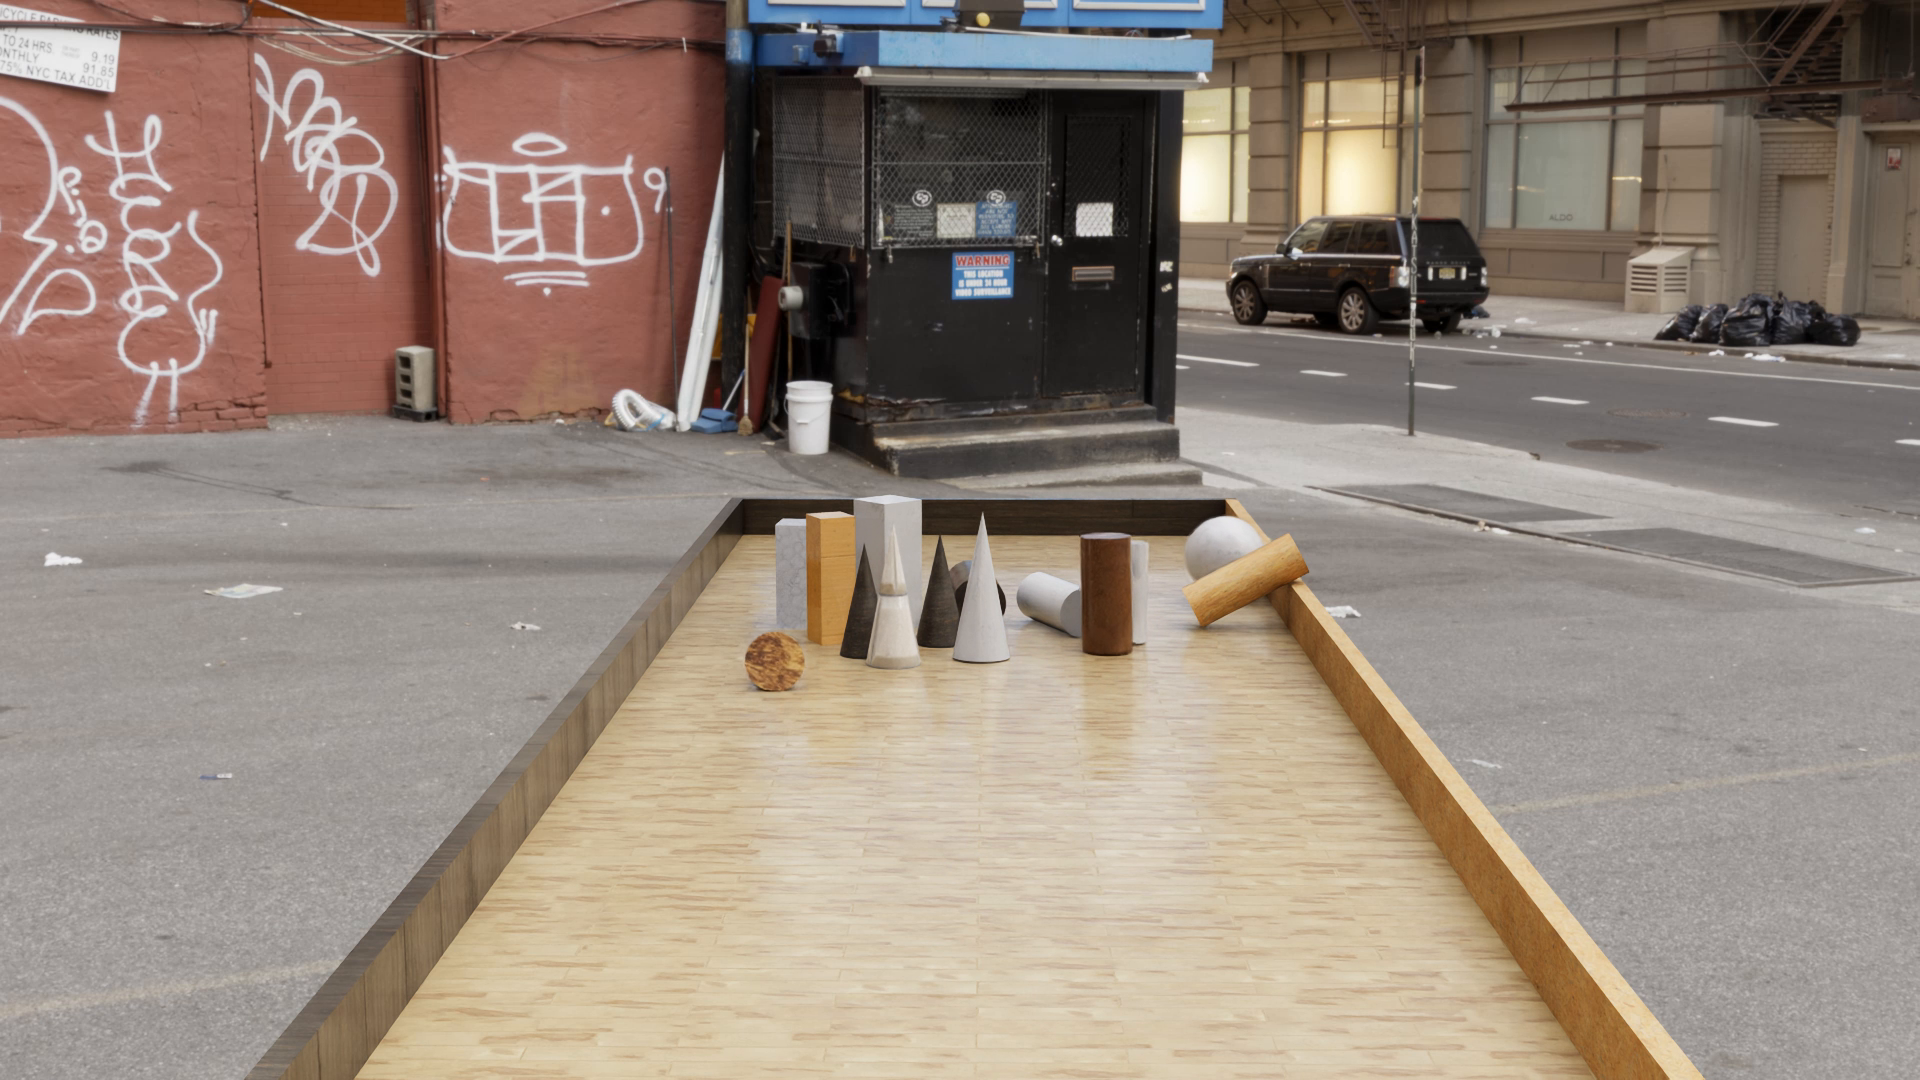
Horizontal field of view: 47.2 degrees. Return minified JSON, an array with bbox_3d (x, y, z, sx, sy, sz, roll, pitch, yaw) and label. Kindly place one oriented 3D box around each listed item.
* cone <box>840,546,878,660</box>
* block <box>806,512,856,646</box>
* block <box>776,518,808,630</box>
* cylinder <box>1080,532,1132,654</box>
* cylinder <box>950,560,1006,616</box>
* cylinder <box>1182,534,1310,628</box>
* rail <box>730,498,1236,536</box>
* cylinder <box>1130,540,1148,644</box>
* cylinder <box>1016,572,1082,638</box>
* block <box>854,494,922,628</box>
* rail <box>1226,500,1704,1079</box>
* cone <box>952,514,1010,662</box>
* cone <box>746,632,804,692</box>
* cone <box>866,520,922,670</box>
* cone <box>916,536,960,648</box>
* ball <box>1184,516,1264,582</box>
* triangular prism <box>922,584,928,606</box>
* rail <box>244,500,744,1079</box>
[{"bbox_3d":[-0.293,0.179,6.761,0.157,0.349,0.157,0,9,0],"label":"cone"},{"bbox_3d":[-0.408,0.121,6.960,0.118,0.403,0.118,-4,10,-26],"label":"block"},{"bbox_3d":[-0.522,0.111,7.213,0.141,0.343,0.141,1,9,5],"label":"block"},{"bbox_3d":[0.453,0.165,6.806,0.156,0.359,0.156,-2,8,0],"label":"cylinder"},{"bbox_3d":[0.048,0.182,7.298,0.177,0.177,0.341,-1,9,-5],"label":"cylinder"},{"bbox_3d":[0.931,0.132,7.177,0.391,0.146,0.146,-28,8,5],"label":"cylinder"},{"bbox_3d":[0.099,-0.098,9.147,2.100,0.150,0.050,0,9,1],"label":"rail"},{"bbox_3d":[0.520,0.164,6.952,0.145,0.314,0.145,1,6,0],"label":"cylinder"},{"bbox_3d":[0.326,0.209,7.177,0.160,0.160,0.330,-4,10,-23],"label":"cylinder"},{"bbox_3d":[-0.235,0.076,7.185,0.157,0.421,0.157,-8,12,-41],"label":"block"},{"bbox_3d":[1.046,0.843,3.208,0.050,0.150,12.000,0,9,1],"label":"rail"},{"bbox_3d":[0.067,0.135,6.703,0.178,0.448,0.178,0,6,0],"label":"cone"},{"bbox_3d":[-0.556,0.357,6.487,0.171,0.171,0.409,-1,-3,-8],"label":"cone"},{"bbox_3d":[-0.201,0.157,6.613,0.169,0.439,0.169,0,9,0],"label":"cone"},{"bbox_3d":[-0.063,0.150,6.926,0.162,0.355,0.162,0,9,0],"label":"cone"},{"bbox_3d":[0.934,0.058,7.742,0.283,0.283,0.283,0,9,0],"label":"ball"},{"bbox_3d":[-0.118,0.200,7.459,0.100,0.087,0.392,-3,10,-19],"label":"triangular prism"},{"bbox_3d":[-1.004,0.839,3.234,0.050,0.150,12.000,0,9,1],"label":"rail"}]
